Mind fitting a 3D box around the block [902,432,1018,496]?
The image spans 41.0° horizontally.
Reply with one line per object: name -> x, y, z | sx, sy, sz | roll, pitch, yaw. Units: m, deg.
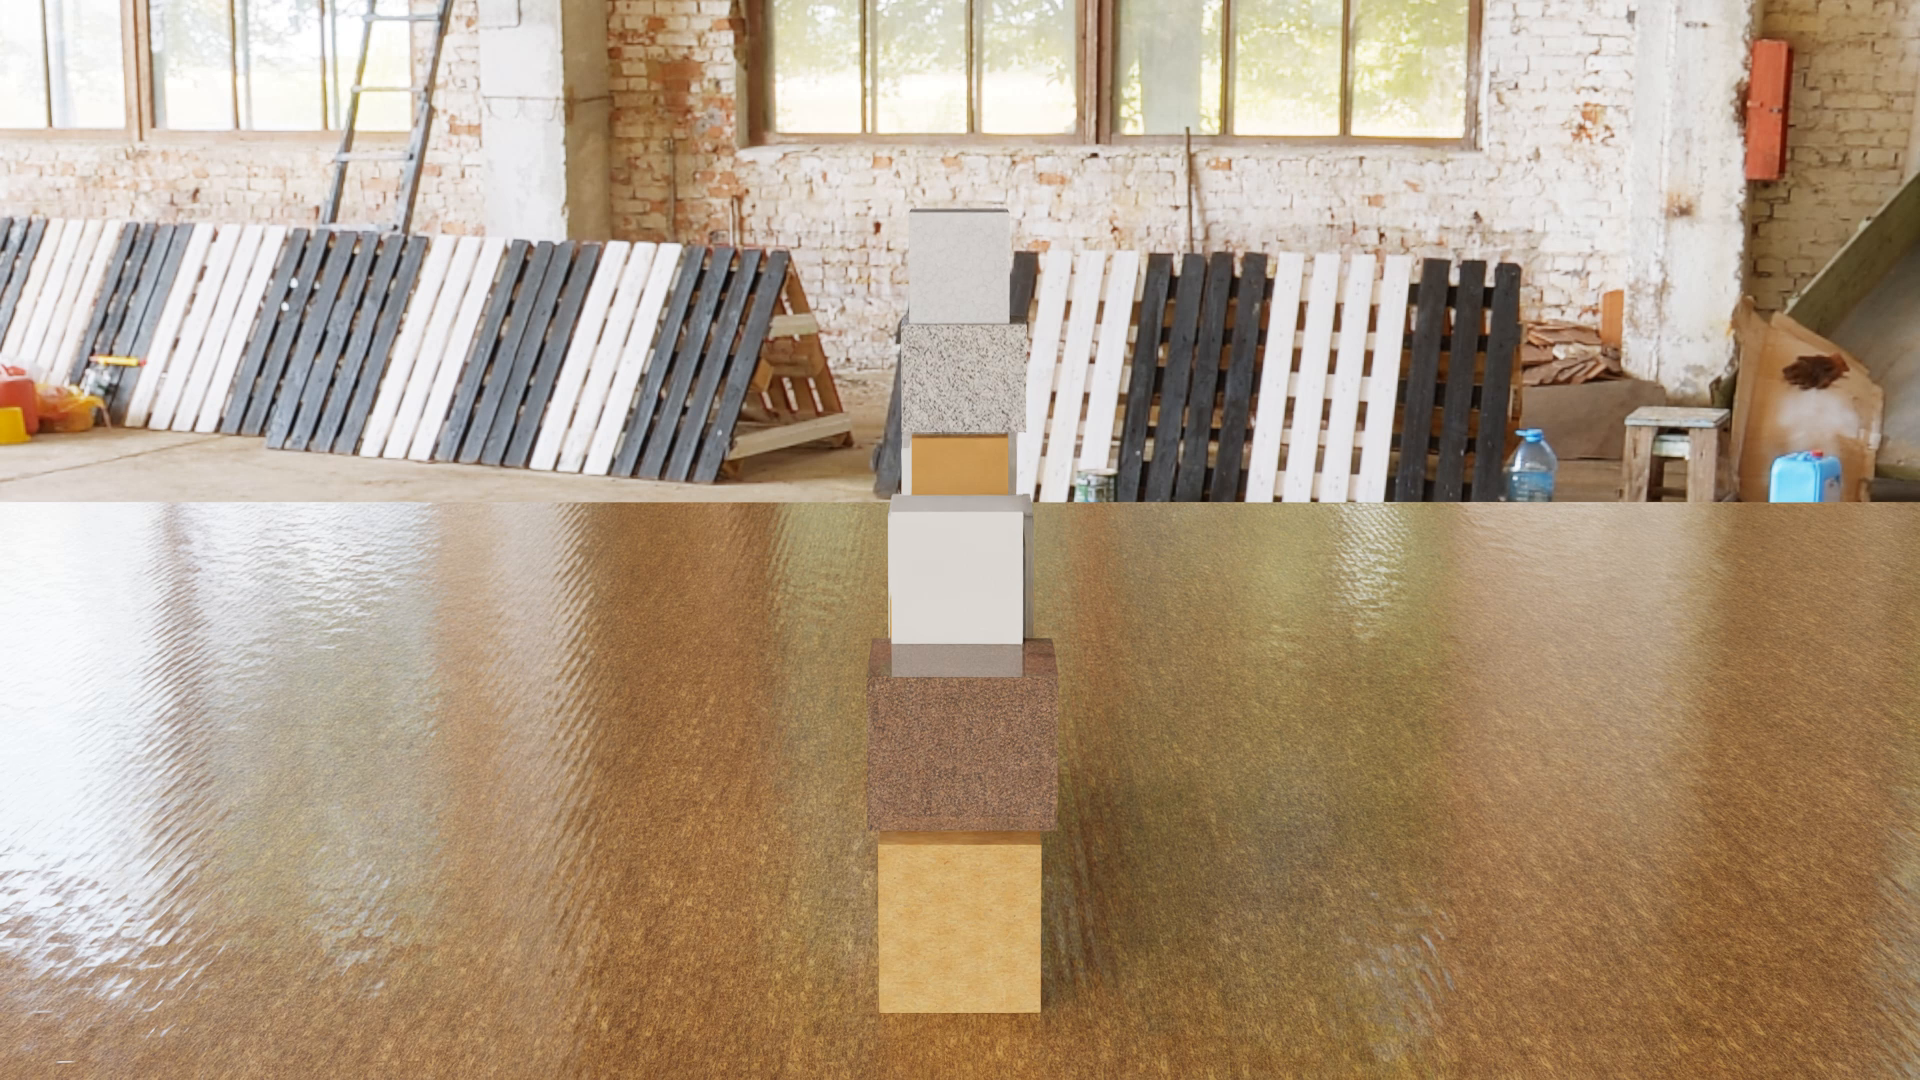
block -> -0.004, -0.277, 11.877 | 0.522, 0.420, 0.512 | 0, 15, 0

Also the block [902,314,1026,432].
block -> 0.017, -0.721, 11.044 | 0.526, 0.455, 0.560 | 0, 9, 0

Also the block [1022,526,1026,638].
block -> 0.011, 0.235, 10.960 | 0.527, 0.503, 0.505 | 0, 11, 0

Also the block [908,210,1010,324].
block -> -0.003, -1.174, 10.971 | 0.420, 0.464, 0.452 | 0, 9, 0

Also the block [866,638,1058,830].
block -> 0.009, 0.752, 10.057 | 0.726, 0.601, 0.674 | 0, 10, 0

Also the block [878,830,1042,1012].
block -> -0.001, 1.410, 9.961 | 0.611, 0.661, 0.616 | 0, 10, 0

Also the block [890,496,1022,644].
block -> -0.012, 0.114, 10.429 | 0.522, 0.529, 0.491 | 0, 9, 0

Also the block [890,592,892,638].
block -> -0.013, 0.512, 11.832 | 0.603, 0.594, 0.629 | 0, 10, 0

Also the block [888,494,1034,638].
block -> 0.005, 0.200, 12.462 | 0.686, 0.751, 0.702 | 0, 10, 0

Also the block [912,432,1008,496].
block -> 0.000, -0.240, 10.920 | 0.405, 0.445, 0.386 | 0, 11, 0

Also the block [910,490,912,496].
block -> -0.019, 0.047, 11.436 | 0.408, 0.463, 0.477 | 0, 11, 0
